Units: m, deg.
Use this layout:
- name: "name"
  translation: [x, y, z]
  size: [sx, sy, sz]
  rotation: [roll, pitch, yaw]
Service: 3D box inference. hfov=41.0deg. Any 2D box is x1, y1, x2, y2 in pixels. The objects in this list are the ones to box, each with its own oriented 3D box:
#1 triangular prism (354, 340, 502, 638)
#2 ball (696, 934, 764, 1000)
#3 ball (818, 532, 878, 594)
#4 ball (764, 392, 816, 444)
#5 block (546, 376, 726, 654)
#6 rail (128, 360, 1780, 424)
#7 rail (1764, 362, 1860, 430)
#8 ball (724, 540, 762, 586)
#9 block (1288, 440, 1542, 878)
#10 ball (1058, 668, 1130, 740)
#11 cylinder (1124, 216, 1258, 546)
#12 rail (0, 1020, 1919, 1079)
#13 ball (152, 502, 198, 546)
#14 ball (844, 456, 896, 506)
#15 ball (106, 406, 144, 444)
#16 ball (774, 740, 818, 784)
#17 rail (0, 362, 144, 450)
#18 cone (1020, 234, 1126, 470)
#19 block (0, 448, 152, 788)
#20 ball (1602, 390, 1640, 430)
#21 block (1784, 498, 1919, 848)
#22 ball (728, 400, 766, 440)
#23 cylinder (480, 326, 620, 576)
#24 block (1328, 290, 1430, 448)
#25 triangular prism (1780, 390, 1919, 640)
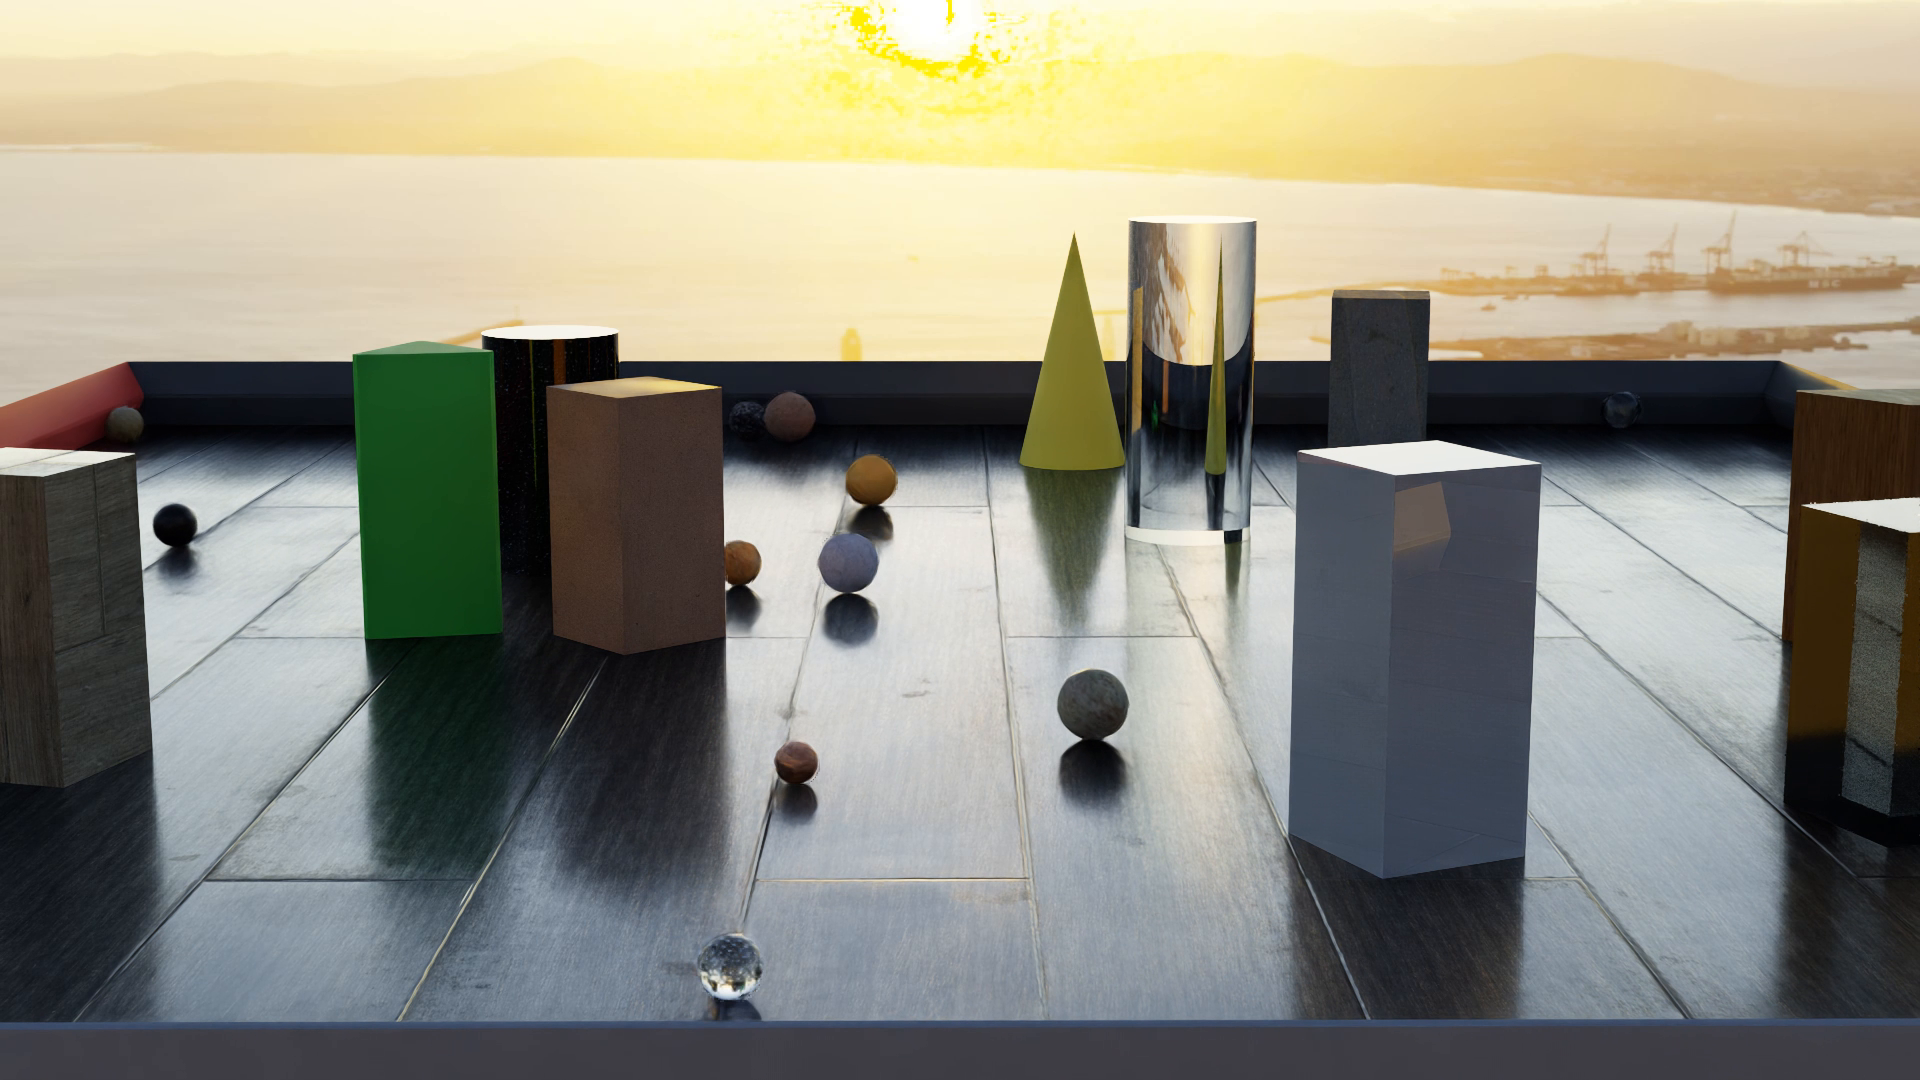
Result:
- name: "triangular prism"
  translation: [-0.697, -0.070, 3.358]
  size: [0.172, 0.367, 0.149]
  rotation: [-2, 11, -12]
- name: "ball"
  translation: [-0.181, 0.337, 2.023]
  size: [0.053, 0.053, 0.053]
  rotation: [0, 10, 0]
- name: "ball"
  translation: [-0.156, 0.032, 3.583]
  size: [0.085, 0.085, 0.085]
  rotation: [0, 10, 0]
- name: "ball"
  translation: [-0.332, -0.238, 5.005]
  size: [0.099, 0.099, 0.099]
  rotation: [0, 10, 0]
- name: "block"
  translation: [-0.415, -0.036, 3.292]
  size: [0.159, 0.324, 0.159]
  rotation: [-9, 14, -41]
- name: "rail"
  translation: [-0.011, -0.298, 5.241]
  size: [3.386, 0.129, 0.045]
  rotation: [0, 10, 0]
- name: "rail"
  translation: [1.669, 0.032, 3.458]
  size: [0.045, 0.129, 3.693]
  rotation: [0, 10, 0]
- name: "ball"
  translation: [-0.313, 0.033, 3.635]
  size: [0.065, 0.065, 0.065]
  rotation: [0, 10, 0]
- name: "block"
  translation: [0.422, 0.106, 2.398]
  size: [0.159, 0.371, 0.159]
  rotation: [-5, 12, -25]
- name: "ball"
  translation: [0.145, 0.180, 2.803]
  size: [0.078, 0.078, 0.078]
  rotation: [0, 10, 0]
- name: "cylinder"
  translation: [0.358, -0.252, 3.996]
  size: [0.199, 0.493, 0.199]
  rotation: [0, 10, 0]
- name: "rail"
  translation: [0.011, 0.365, 1.656]
  size: [3.386, 0.129, 0.045]
  rotation: [0, 10, 0]
- name: "ball"
  translation: [-1.202, -0.023, 3.930]
  size: [0.067, 0.067, 0.067]
  rotation: [0, 10, 0]
- name: "ball"
  translation: [-0.150, -0.099, 4.290]
  size: [0.085, 0.085, 0.085]
  rotation: [0, 10, 0]
- name: "ball"
  translation: [-1.631, -0.225, 5.010]
  size: [0.071, 0.071, 0.071]
  rotation: [0, 10, 0]
- name: "ball"
  translation: [-0.168, 0.228, 2.633]
  size: [0.045, 0.045, 0.045]
  rotation: [0, 10, 0]
- name: "rail"
  translation: [-1.669, 0.035, 3.439]
  size: [0.045, 0.129, 3.693]
  rotation: [0, 10, 0]
- name: "cone"
  translation: [0.209, -0.357, 4.736]
  size: [0.199, 0.430, 0.199]
  rotation: [0, 10, 0]
- name: "block"
  translation: [-0.970, 0.077, 2.688]
  size: [0.159, 0.322, 0.159]
  rotation: [3, 11, 16]
- name: "ball"
  translation: [1.340, -0.264, 5.201]
  size: [0.078, 0.078, 0.078]
  rotation: [0, 10, 0]
- name: "block"
  translation: [0.925, 0.123, 2.491]
  size: [0.159, 0.302, 0.159]
  rotation: [-4, 11, -18]
- name: "ball"
  translation: [-0.417, -0.235, 5.045]
  size: [0.078, 0.078, 0.078]
  rotation: [0, 10, 0]
- name: "cylinder"
  translation: [-0.597, -0.134, 3.770]
  size: [0.199, 0.344, 0.199]
  rotation: [0, 10, 0]
- name: "block"
  translation: [0.700, -0.235, 4.295]
  size: [0.159, 0.352, 0.159]
  rotation: [2, 11, 9]
- name: "triangular prism"
  translation: [1.169, -0.027, 3.252]
  size: [0.149, 0.321, 0.172]
  rotation: [-7, 13, -35]
